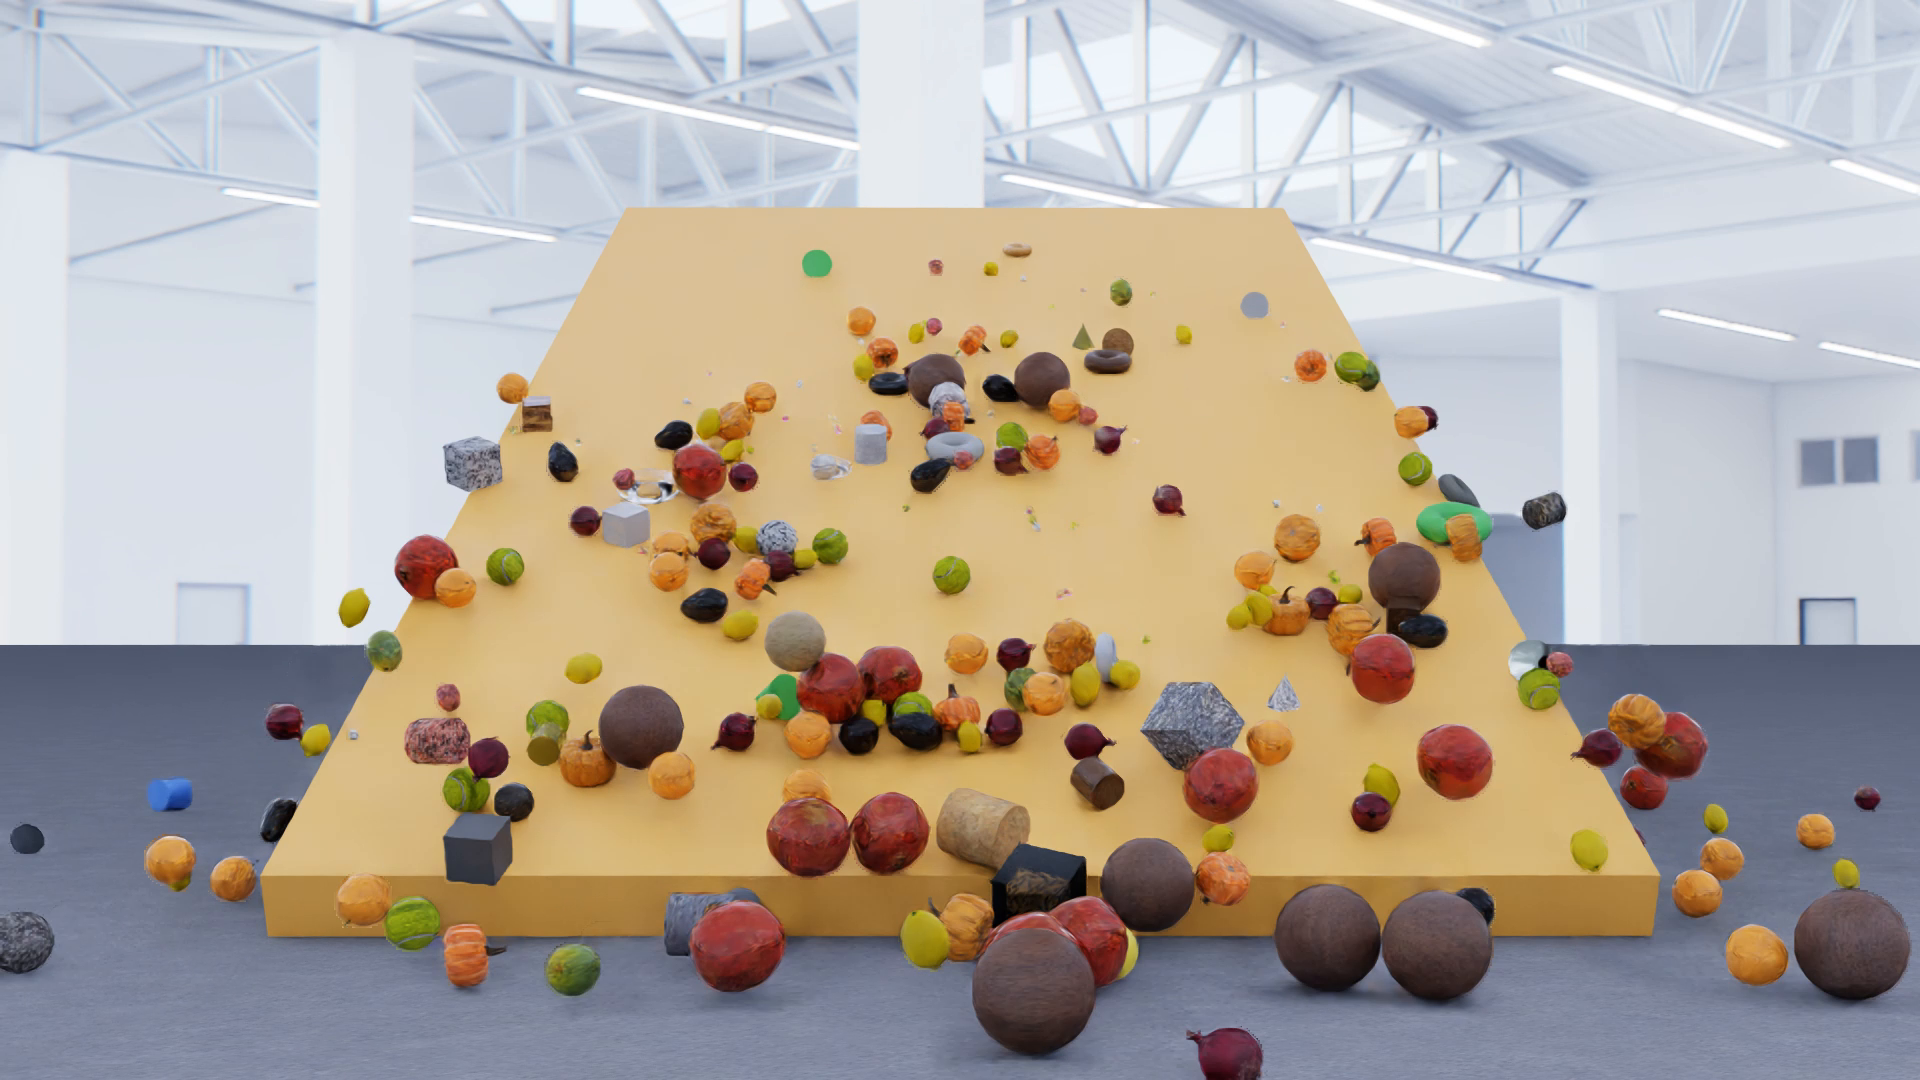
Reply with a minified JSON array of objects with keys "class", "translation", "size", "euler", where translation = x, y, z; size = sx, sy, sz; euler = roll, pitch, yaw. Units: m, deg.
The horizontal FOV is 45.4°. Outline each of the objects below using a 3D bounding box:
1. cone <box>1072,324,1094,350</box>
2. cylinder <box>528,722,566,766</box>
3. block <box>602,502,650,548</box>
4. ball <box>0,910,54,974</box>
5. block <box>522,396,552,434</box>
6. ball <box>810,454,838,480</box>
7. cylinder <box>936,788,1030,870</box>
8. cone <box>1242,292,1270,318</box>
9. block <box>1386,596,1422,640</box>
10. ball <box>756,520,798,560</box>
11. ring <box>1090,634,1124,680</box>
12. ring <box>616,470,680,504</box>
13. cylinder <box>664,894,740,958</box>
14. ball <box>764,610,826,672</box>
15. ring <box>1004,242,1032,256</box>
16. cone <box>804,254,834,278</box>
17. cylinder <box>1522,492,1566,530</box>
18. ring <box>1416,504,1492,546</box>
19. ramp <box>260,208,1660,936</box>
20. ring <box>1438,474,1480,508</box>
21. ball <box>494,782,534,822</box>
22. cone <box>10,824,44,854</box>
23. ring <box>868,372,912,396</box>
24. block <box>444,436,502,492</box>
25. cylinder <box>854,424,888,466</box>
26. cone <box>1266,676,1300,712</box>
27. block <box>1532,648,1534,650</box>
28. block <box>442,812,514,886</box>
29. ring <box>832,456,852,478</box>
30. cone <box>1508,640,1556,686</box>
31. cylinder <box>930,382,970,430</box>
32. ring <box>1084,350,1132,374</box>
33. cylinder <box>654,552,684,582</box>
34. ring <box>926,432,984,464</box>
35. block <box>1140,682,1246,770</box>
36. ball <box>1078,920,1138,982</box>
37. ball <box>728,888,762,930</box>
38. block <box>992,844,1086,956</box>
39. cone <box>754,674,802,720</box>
[{"class":"cone","translation":[0.303,-0.505,5.652],"size":[0.057,0.057,0.057],"euler":[0,22,0]},{"class":"cylinder","translation":[-0.649,0.320,3.602],"size":[0.052,0.052,0.052],"euler":[0,22,0]},{"class":"block","translation":[-0.647,-0.029,4.454],"size":[0.064,0.064,0.064],"euler":[16,27,34]},{"class":"ball","translation":[-1.208,0.517,2.951],"size":[0.079,0.079,0.079],"euler":[0,-2,0]},{"class":"block","translation":[-0.935,-0.278,5.073],"size":[0.062,0.062,0.062],"euler":[-4,22,-9]},{"class":"ball","translation":[-0.281,-0.150,4.726],"size":[0.056,0.056,0.056],"euler":[0,-2,0]},{"class":"cylinder","translation":[0.033,0.416,3.302],"size":[0.098,0.098,0.098],"euler":[14,5,32]},{"class":"cone","translation":[0.751,-0.595,5.910],"size":[0.074,0.074,0.074],"euler":[0,-10,-9]},{"class":"block","translation":[0.784,0.137,4.058],"size":[0.057,0.057,0.057],"euler":[3,22,8]},{"class":"ball","translation":[-0.344,0.000,4.318],"size":[0.077,0.077,0.077],"euler":[0,-2,0]},{"class":"ring","translation":[0.247,0.198,3.863],"size":[0.028,0.084,0.084],"euler":[-28,-14,22]},{"class":"ring","translation":[-0.635,-0.109,4.683],"size":[0.131,0.044,0.131],"euler":[1,21,0]},{"class":"cylinder","translation":[-0.332,0.497,2.960],"size":[0.081,0.081,0.081],"euler":[1,-2,5]},{"class":"ball","translation":[-0.258,0.159,3.597],"size":[0.097,0.097,0.097],"euler":[0,-2,0]},{"class":"ring","translation":[0.162,-0.818,6.469],"size":[0.081,0.027,0.081],"euler":[-1,22,1]},{"class":"cone","translation":[-0.393,-0.746,6.276],"size":[0.081,0.081,0.081],"euler":[1,12,-16]},{"class":"cylinder","translation":[1.266,-0.063,4.973],"size":[0.066,0.066,0.066],"euler":[-17,6,-28]},{"class":"ring","translation":[0.967,-0.031,4.488],"size":[0.146,0.049,0.146],"euler":[0,23,0]},{"class":"ramp","translation":[-0.006,-0.220,5.152],"size":[2.000,0.100,4.000],"euler":[0,22,0]},{"class":"ring","translation":[1.024,-0.093,4.712],"size":[0.035,0.106,0.106],"euler":[-45,-21,20]},{"class":"ball","translation":[-0.664,0.391,3.416],"size":[0.059,0.059,0.059],"euler":[0,-2,0]},{"class":"cone","translation":[-1.873,0.612,4.590],"size":[0.065,0.065,0.065],"euler":[2,-30,-37]},{"class":"ring","translation":[-0.162,-0.362,5.326],"size":[0.101,0.034,0.101],"euler":[1,21,0]},{"class":"block","translation":[-1.007,-0.157,4.746],"size":[0.083,0.083,0.083],"euler":[20,29,41]},{"class":"cylinder","translation":[-0.190,-0.203,4.880],"size":[0.070,0.070,0.070],"euler":[0,22,0]},{"class":"cone","translation":[0.536,0.246,3.785],"size":[0.056,0.056,0.056],"euler":[0,22,0]},{"class":"block","translation":[1.125,0.226,4.763],"size":[0.073,0.073,0.073],"euler":[-14,-29,-40]},{"class":"block","translation":[-0.687,0.440,3.276],"size":[0.072,0.072,0.072],"euler":[4,22,10]},{"class":"ring","translation":[-0.269,-0.152,4.810],"size":[0.083,0.028,0.083],"euler":[1,23,0]},{"class":"cone","translation":[0.970,0.209,3.907],"size":[0.078,0.078,0.078],"euler":[0,-5,9]},{"class":"cylinder","translation":[-0.024,-0.298,5.101],"size":[0.083,0.083,0.083],"euler":[0,22,-6]},{"class":"ring","translation":[0.354,-0.426,5.482],"size":[0.115,0.038,0.115],"euler":[0,21,0]},{"class":"cylinder","translation":[-0.542,0.051,4.272],"size":[0.052,0.052,0.052],"euler":[-8,-1,-10]},{"class":"ring","translation":[-0.011,-0.195,4.900],"size":[0.126,0.042,0.126],"euler":[0,23,0]},{"class":"block","translation":[0.359,0.287,3.532],"size":[0.096,0.096,0.096],"euler":[-5,-46,50]},{"class":"ball","translation":[0.186,0.516,2.881],"size":[0.075,0.075,0.075],"euler":[0,-2,0]},{"class":"ball","translation":[-0.301,0.507,3.152],"size":[0.058,0.058,0.058],"euler":[0,-2,0]},{"class":"block","translation":[0.109,0.490,3.133],"size":[0.099,0.099,0.099],"euler":[10,28,22]},{"class":"cone","translation":[-0.313,0.259,3.762],"size":[0.077,0.077,0.077],"euler":[-7,-6,42]}]
